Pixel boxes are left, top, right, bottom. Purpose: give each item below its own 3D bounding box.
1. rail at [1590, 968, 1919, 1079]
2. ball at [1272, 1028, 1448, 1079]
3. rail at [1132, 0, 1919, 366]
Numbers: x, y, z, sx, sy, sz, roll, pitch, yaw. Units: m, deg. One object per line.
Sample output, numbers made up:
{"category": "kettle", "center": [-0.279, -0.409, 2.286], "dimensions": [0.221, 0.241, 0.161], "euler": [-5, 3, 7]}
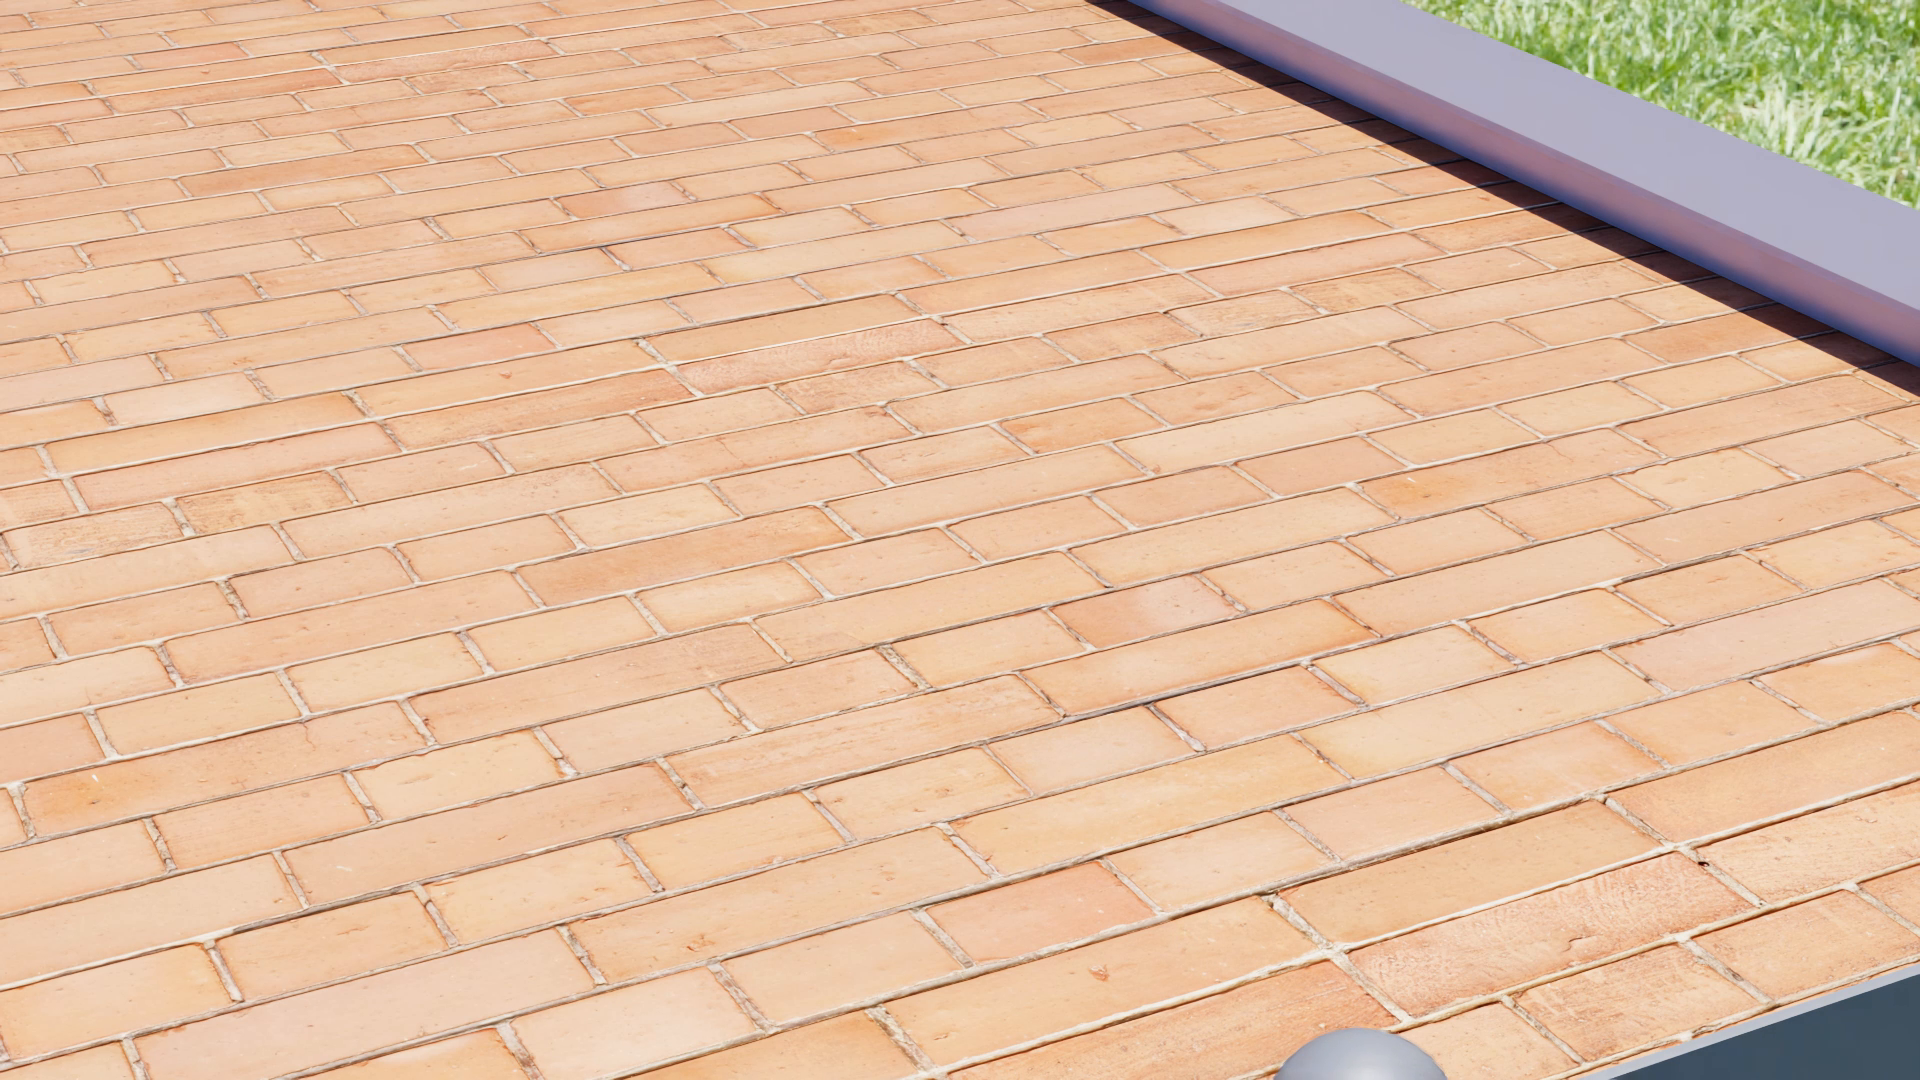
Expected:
{"category": "rail", "center": [0.366, 0.275, 1.427], "dimensions": [1.808, 0.128, 0.045], "euler": [-12, 28, -24]}
{"category": "ball", "center": [0.196, 0.288, 1.437], "dimensions": [0.099, 0.099, 0.099], "euler": [0, 25, 0]}
{"category": "rail", "center": [0.406, -0.516, 3.099], "dimensions": [0.045, 0.128, 3.303], "euler": [-12, 28, -24]}
